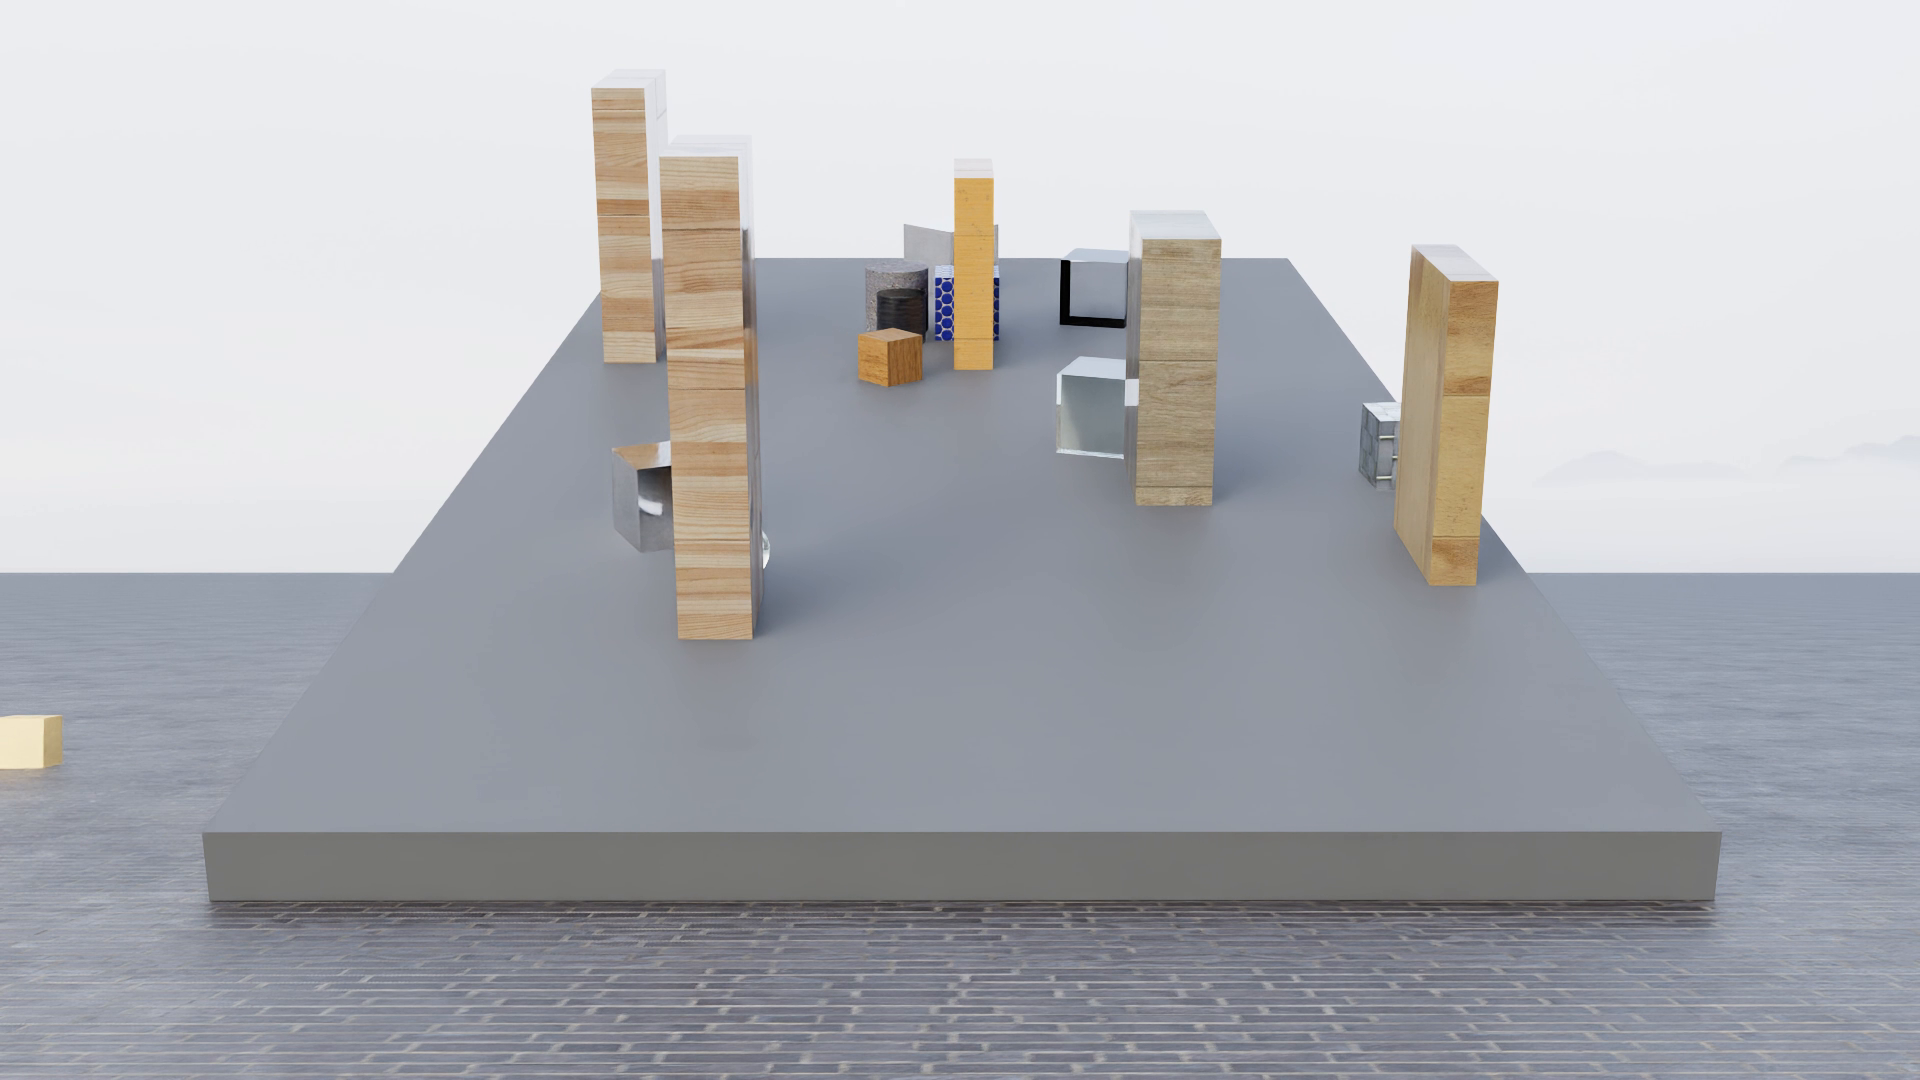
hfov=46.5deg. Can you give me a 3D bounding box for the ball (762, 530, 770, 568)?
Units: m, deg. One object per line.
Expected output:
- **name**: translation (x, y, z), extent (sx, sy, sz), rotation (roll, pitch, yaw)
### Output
- **ball**: translation (-0.385, 0.018, 3.890), extent (0.109, 0.109, 0.109), rotation (0, -1, 0)

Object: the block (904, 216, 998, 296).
- **block**: translation (-0.025, -0.792, 6.260), extent (0.187, 0.187, 0.187), rotation (-17, 24, -41)

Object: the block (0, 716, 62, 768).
- **block**: translation (-2.072, 0.448, 4.975), extent (0.109, 0.109, 0.109), rotation (0, -1, -1)

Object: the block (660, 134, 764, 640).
- **block**: translation (-0.397, -0.247, 3.620), extent (0.120, 0.780, 0.240), rotation (0, 18, 0)

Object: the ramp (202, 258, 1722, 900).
- **ramp**: translation (-0.003, -0.186, 4.859), extent (2.000, 0.100, 4.000), rotation (0, 18, 0)

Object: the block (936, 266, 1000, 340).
- **block**: translation (0.018, -0.609, 5.738), extent (0.162, 0.162, 0.162), rotation (0, 18, 0)

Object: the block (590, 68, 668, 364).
- **block**: translation (-0.804, -0.809, 5.540), extent (0.125, 0.662, 0.407), rotation (0, 18, 0)

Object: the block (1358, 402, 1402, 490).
- **block**: translation (0.890, -0.189, 4.482), extent (0.142, 0.142, 0.142), rotation (-1, 18, -5)

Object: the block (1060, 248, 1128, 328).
- **block**: translation (0.368, -0.664, 5.893), extent (0.172, 0.172, 0.172), rotation (5, 19, 15)

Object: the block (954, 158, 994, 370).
- **block**: translation (0.032, -0.678, 5.466), extent (0.094, 0.461, 0.313), rotation (0, 18, 0)

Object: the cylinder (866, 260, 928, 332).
- **cylinder**: translation (-0.163, -0.628, 5.792), extent (0.163, 0.163, 0.163), rotation (0, 18, 0)

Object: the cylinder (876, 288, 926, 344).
- **cylinder**: translation (-0.149, -0.563, 5.658), extent (0.124, 0.124, 0.124), rotation (0, 18, 0)

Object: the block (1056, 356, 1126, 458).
- **block**: translation (0.309, -0.280, 4.713), extent (0.169, 0.169, 0.169), rotation (6, 19, 18)

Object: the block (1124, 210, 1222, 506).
- **block**: translation (0.414, -0.364, 4.404), extent (0.148, 0.520, 0.321), rotation (0, 18, 0)

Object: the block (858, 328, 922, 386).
- **block**: translation (-0.165, -0.432, 5.280), extent (0.107, 0.107, 0.107), rotation (-15, 24, -39)

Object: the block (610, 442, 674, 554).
- **block**: translation (-0.541, -0.083, 4.123), extent (0.158, 0.158, 0.158), rotation (-8, 20, -24)

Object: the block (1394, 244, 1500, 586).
- **block**: translation (0.855, -0.227, 3.961), extent (0.080, 0.536, 0.335), rotation (0, 18, 0)
